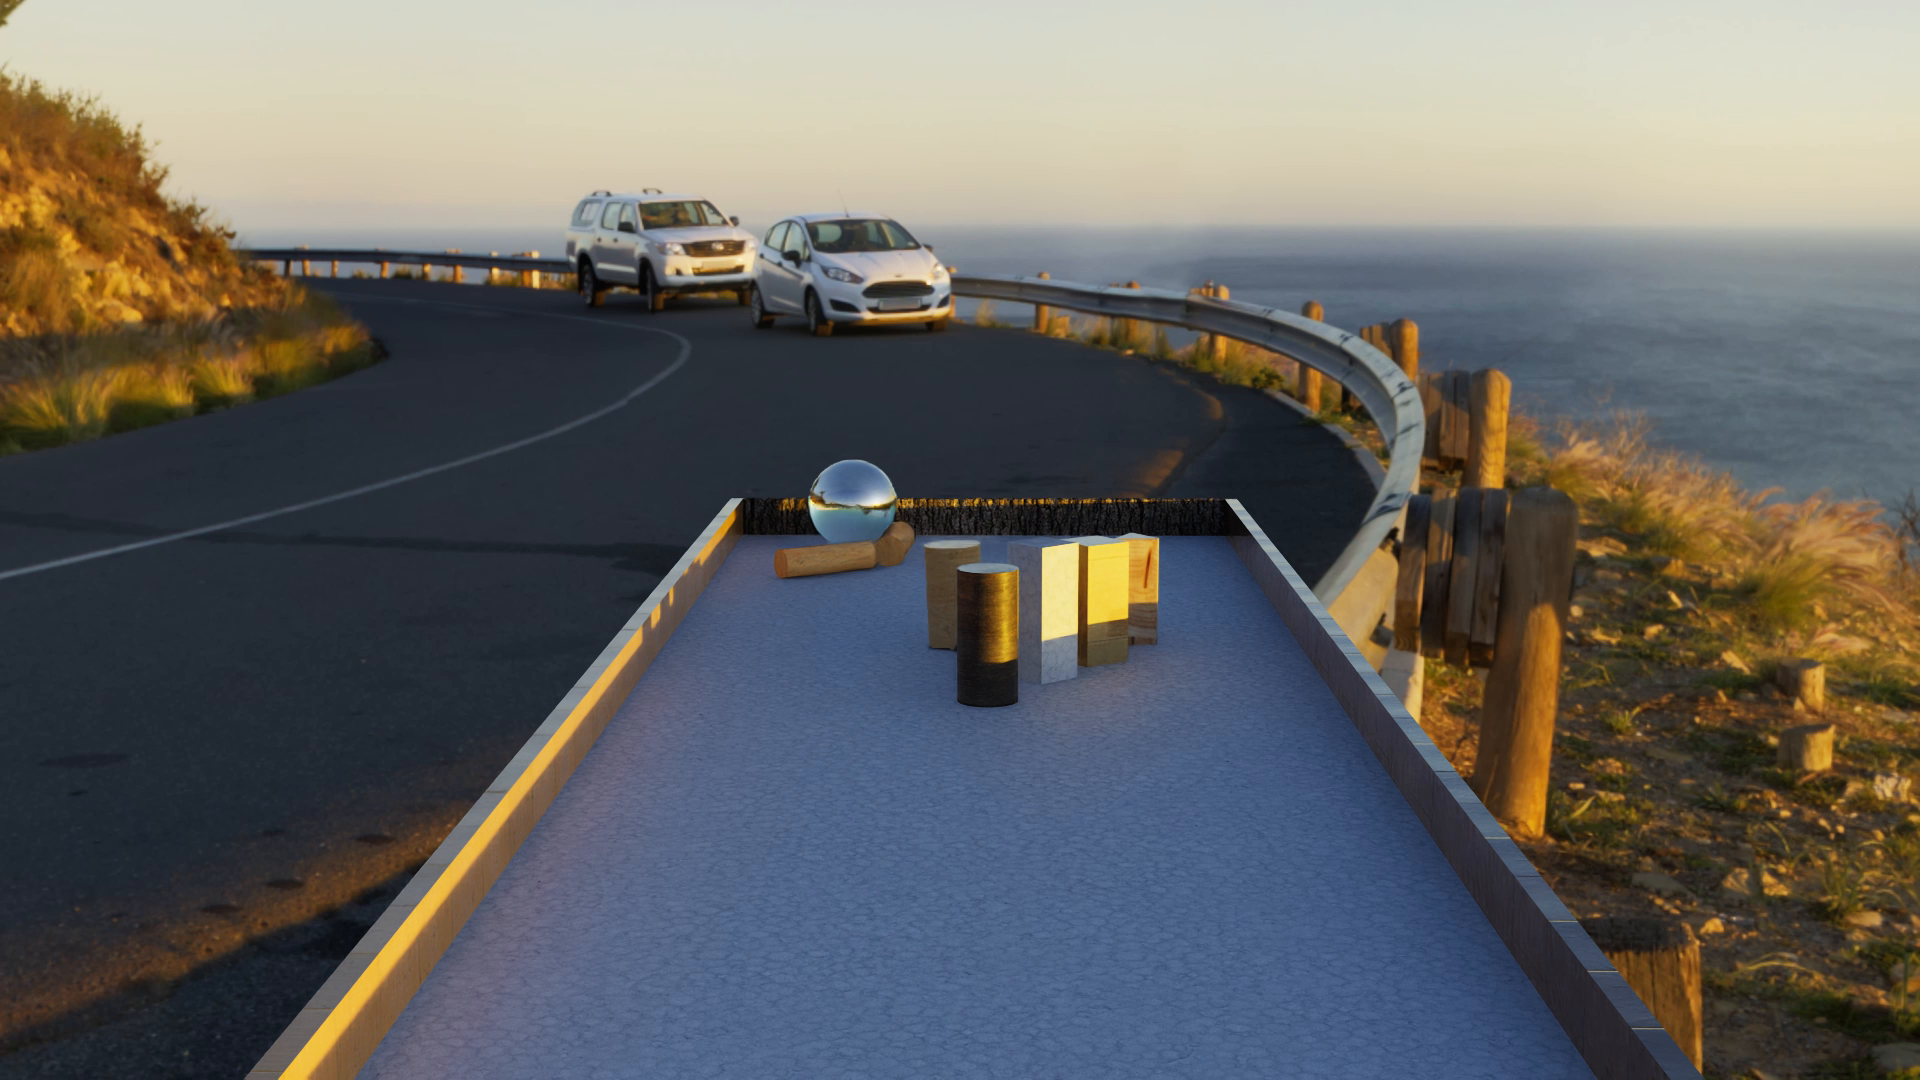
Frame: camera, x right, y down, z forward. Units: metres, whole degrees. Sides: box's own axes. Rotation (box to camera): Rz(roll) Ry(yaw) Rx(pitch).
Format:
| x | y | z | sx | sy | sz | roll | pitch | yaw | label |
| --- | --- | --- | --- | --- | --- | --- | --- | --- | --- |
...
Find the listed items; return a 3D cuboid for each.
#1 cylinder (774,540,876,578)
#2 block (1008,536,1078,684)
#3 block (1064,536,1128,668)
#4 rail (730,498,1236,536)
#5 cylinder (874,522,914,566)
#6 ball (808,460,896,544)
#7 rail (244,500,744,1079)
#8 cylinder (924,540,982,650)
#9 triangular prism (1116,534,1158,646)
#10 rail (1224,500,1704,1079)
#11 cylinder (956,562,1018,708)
| x | y | z | sx | sy | sz | roll | pitch | yaw | label |
| --- | --- | --- | --- | --- | --- | --- | --- | --- | --- |
| -0.503 | 0.072 | 8.211 | 0.378 | 0.109 | 0.109 | -6 | 11 | -33 | cylinder |
| 0.241 | 0.205 | 6.441 | 0.147 | 0.400 | 0.147 | -8 | 12 | -42 | block |
| 0.403 | 0.184 | 6.668 | 0.153 | 0.369 | 0.153 | -6 | 11 | -33 | block |
| 0.099 | -0.098 | 9.147 | 2.100 | 0.150 | 0.050 | 0 | 9 | 1 | rail |
| -0.255 | 0.014 | 8.545 | 0.119 | 0.119 | 0.384 | 1 | 9 | 4 | cylinder |
| -0.430 | -0.145 | 8.793 | 0.354 | 0.354 | 0.354 | 0 | 9 | 0 | ball |
| -1.004 | 0.839 | 3.234 | 0.050 | 0.150 | 12.000 | 0 | 9 | 1 | rail |
| -0.017 | 0.170 | 6.894 | 0.175 | 0.319 | 0.175 | -2 | 9 | 0 | cylinder |
| 0.549 | 0.154 | 6.952 | 0.138 | 0.340 | 0.119 | 0 | 9 | -3 | triangular prism |
| 1.046 | 0.843 | 3.208 | 0.050 | 0.150 | 12.000 | 0 | 9 | 1 | rail |
| 0.077 | 0.264 | 6.140 | 0.172 | 0.377 | 0.172 | 0 | 9 | 0 | cylinder |
